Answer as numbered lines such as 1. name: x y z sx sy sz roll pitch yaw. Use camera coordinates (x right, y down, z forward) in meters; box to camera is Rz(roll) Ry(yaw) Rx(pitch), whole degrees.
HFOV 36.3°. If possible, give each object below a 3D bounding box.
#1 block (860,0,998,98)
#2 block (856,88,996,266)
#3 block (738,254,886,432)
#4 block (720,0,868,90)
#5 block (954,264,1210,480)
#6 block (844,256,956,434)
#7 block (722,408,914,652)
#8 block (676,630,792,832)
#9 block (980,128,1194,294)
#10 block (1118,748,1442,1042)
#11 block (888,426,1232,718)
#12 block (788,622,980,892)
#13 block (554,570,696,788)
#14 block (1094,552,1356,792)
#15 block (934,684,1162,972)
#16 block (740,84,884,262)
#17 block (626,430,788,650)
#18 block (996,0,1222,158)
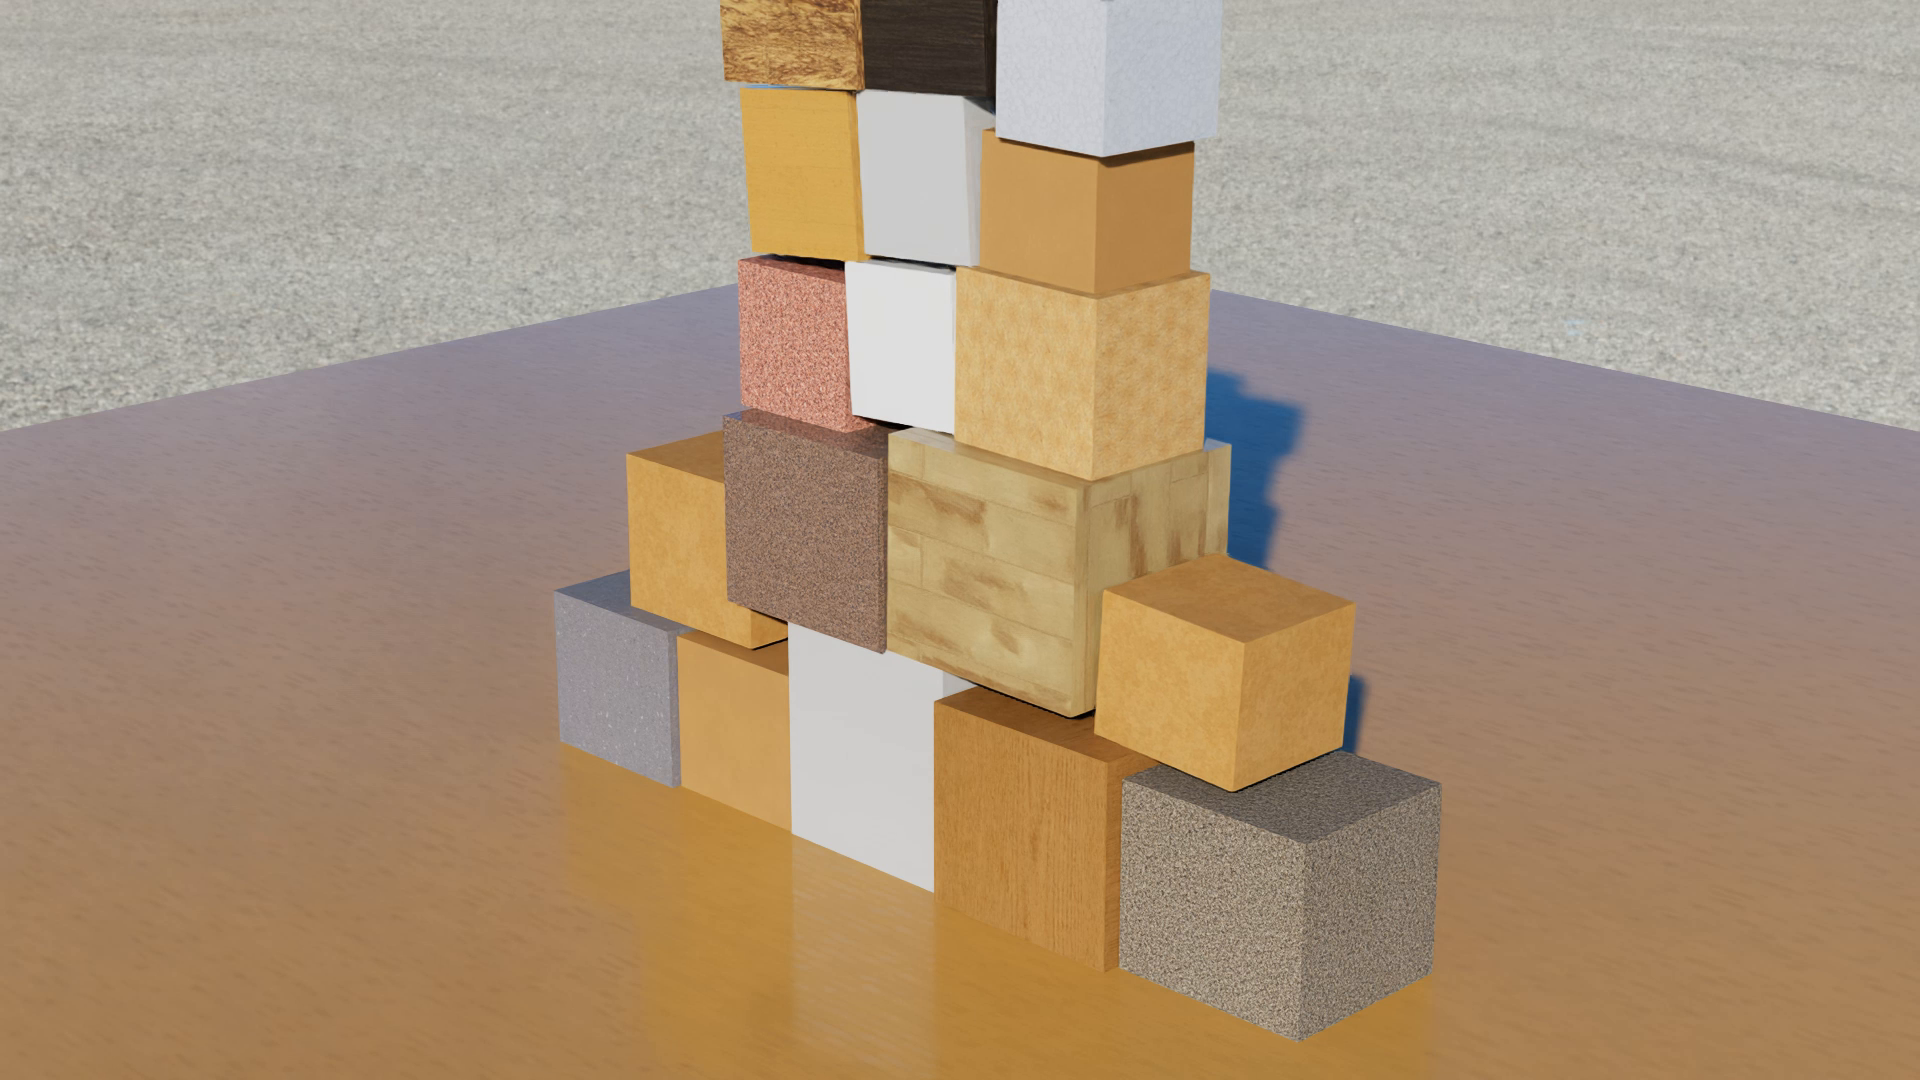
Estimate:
1. block: 0.092 -2.297 12.551 0.739 0.684 0.723 12 21 44
2. block: 0.033 -1.630 12.805 0.667 0.726 0.655 -17 20 -42
3. block: -0.536 -0.957 13.590 0.717 0.687 0.663 17 24 42
4. block: -0.496 -2.485 13.083 0.879 0.827 0.774 12 21 44
5. block: 0.517 -0.780 12.560 0.712 0.769 0.811 -17 25 -42
6. block: -0.029 -0.918 13.090 0.665 0.698 0.664 -17 21 -42
7. block: -0.349 -0.149 13.665 1.035 0.900 1.073 17 24 42
8. block: -0.753 0.827 14.405 0.944 0.784 0.818 -17 24 -42
9. block: 0.533 -1.429 12.362 0.601 0.587 0.659 -17 25 -42
10. block: 1.344 1.421 12.373 0.905 0.869 0.977 -17 24 -42
11. block: 0.426 0.038 12.908 0.986 1.006 1.121 -17 25 -42
12. block: -0.095 0.876 13.732 0.967 1.095 1.020 -17 24 -42
13. block: -1.388 0.634 14.968 0.985 0.815 0.900 -17 24 -42
14. block: 1.112 0.542 12.356 0.724 0.656 0.767 -17 28 -42
15. block: 0.620 1.165 13.037 1.050 0.960 1.032 -17 24 -42
16. block: -0.483 -1.706 13.329 0.676 0.747 0.716 -17 19 -42
17. block: -1.029 -0.037 14.437 0.807 0.784 0.906 -17 24 -42
18. block: 0.613 -1.972 12.086 0.706 0.620 0.602 -17 25 -42
